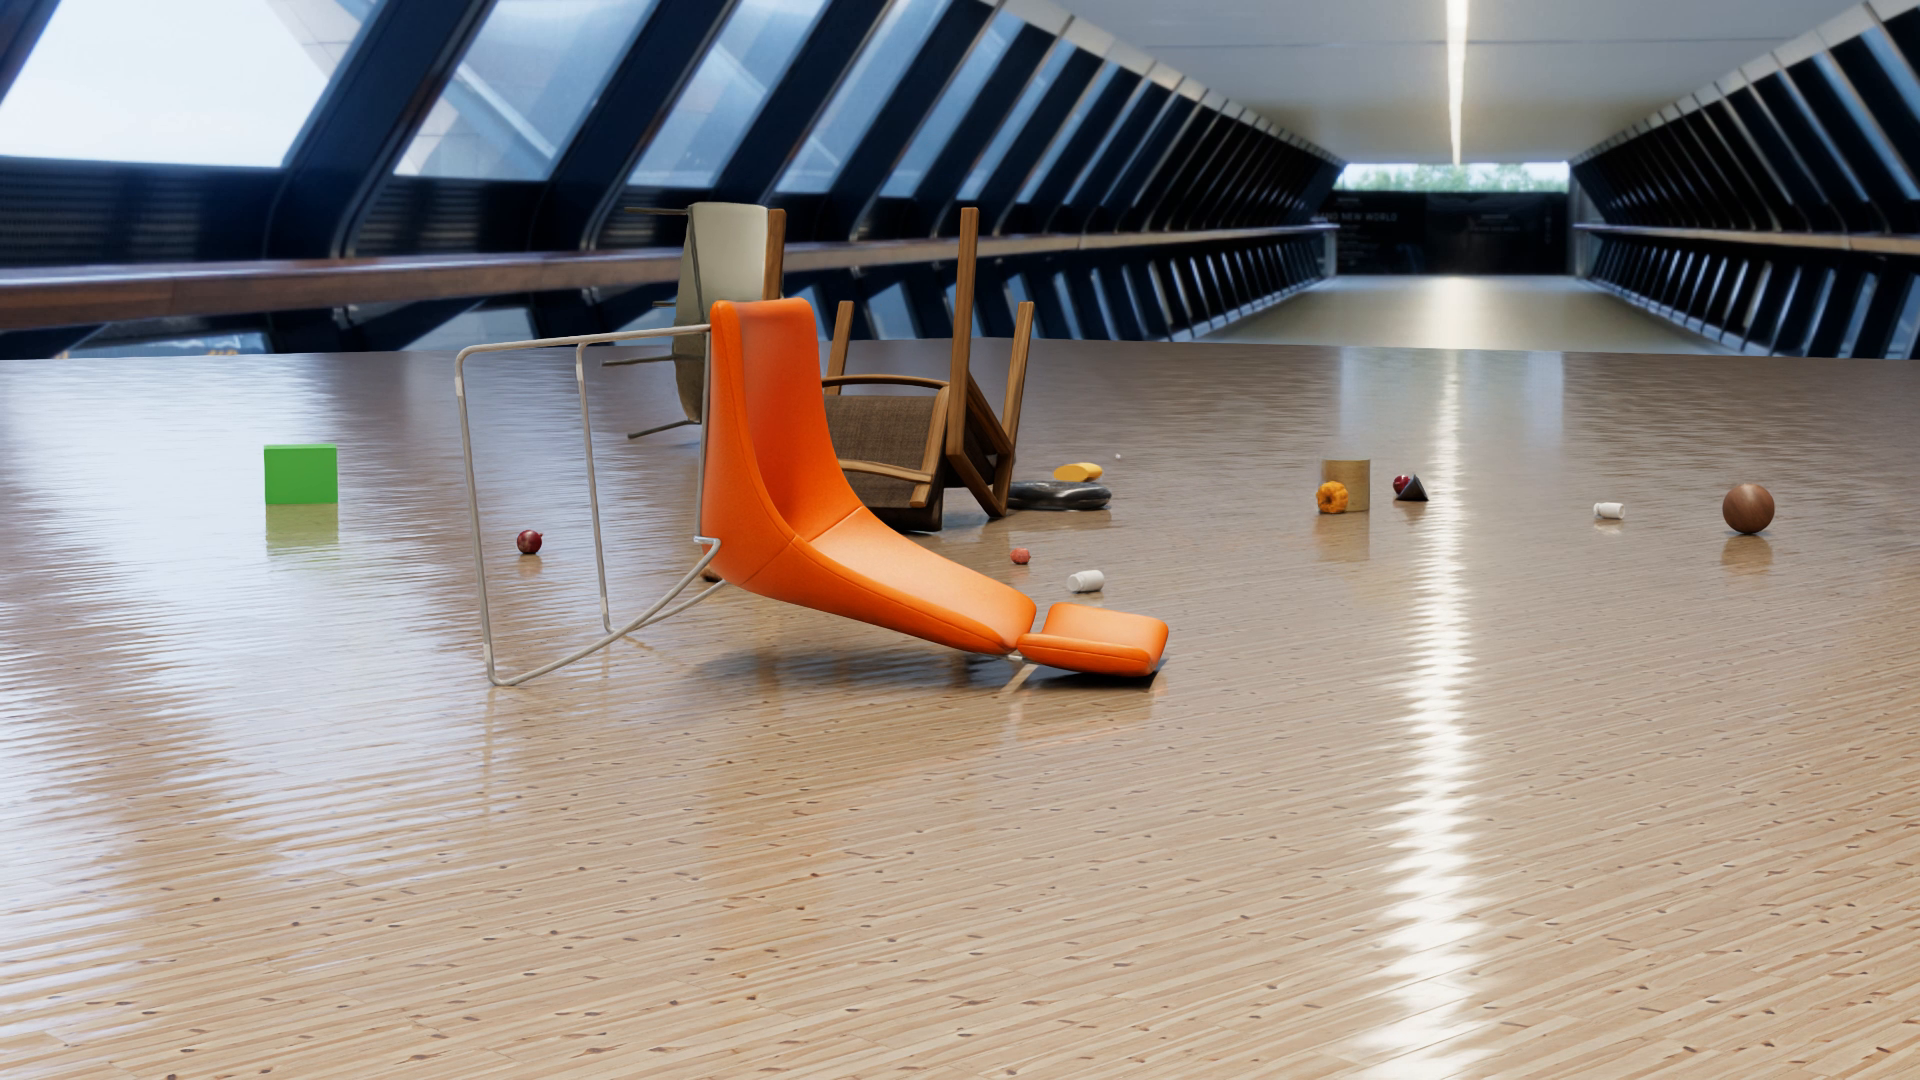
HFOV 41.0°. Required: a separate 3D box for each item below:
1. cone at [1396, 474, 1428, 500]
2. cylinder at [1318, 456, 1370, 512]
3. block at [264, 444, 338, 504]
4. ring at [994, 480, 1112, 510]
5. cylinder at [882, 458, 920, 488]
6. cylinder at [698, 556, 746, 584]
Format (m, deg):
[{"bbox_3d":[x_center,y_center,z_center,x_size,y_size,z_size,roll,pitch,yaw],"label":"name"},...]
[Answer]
[{"bbox_3d":[1.318,-0.137,7.541,0.086,0.085,0.109,-28,-26,15],"label":"cone"},{"bbox_3d":[1.088,-0.160,7.259,0.143,0.144,0.205,0,6,4],"label":"cylinder"},{"bbox_3d":[-1.935,-0.195,7.528,0.204,0.160,0.197,-2,6,-15],"label":"block"},{"bbox_3d":[0.267,-0.129,7.355,0.314,0.066,0.389,-3,6,-31],"label":"ring"},{"bbox_3d":[-0.183,-0.207,7.966,0.116,0.111,0.058,-1,46,-5],"label":"cylinder"},{"bbox_3d":[-0.514,0.063,5.540,0.084,0.054,0.058,5,17,40],"label":"cylinder"}]
